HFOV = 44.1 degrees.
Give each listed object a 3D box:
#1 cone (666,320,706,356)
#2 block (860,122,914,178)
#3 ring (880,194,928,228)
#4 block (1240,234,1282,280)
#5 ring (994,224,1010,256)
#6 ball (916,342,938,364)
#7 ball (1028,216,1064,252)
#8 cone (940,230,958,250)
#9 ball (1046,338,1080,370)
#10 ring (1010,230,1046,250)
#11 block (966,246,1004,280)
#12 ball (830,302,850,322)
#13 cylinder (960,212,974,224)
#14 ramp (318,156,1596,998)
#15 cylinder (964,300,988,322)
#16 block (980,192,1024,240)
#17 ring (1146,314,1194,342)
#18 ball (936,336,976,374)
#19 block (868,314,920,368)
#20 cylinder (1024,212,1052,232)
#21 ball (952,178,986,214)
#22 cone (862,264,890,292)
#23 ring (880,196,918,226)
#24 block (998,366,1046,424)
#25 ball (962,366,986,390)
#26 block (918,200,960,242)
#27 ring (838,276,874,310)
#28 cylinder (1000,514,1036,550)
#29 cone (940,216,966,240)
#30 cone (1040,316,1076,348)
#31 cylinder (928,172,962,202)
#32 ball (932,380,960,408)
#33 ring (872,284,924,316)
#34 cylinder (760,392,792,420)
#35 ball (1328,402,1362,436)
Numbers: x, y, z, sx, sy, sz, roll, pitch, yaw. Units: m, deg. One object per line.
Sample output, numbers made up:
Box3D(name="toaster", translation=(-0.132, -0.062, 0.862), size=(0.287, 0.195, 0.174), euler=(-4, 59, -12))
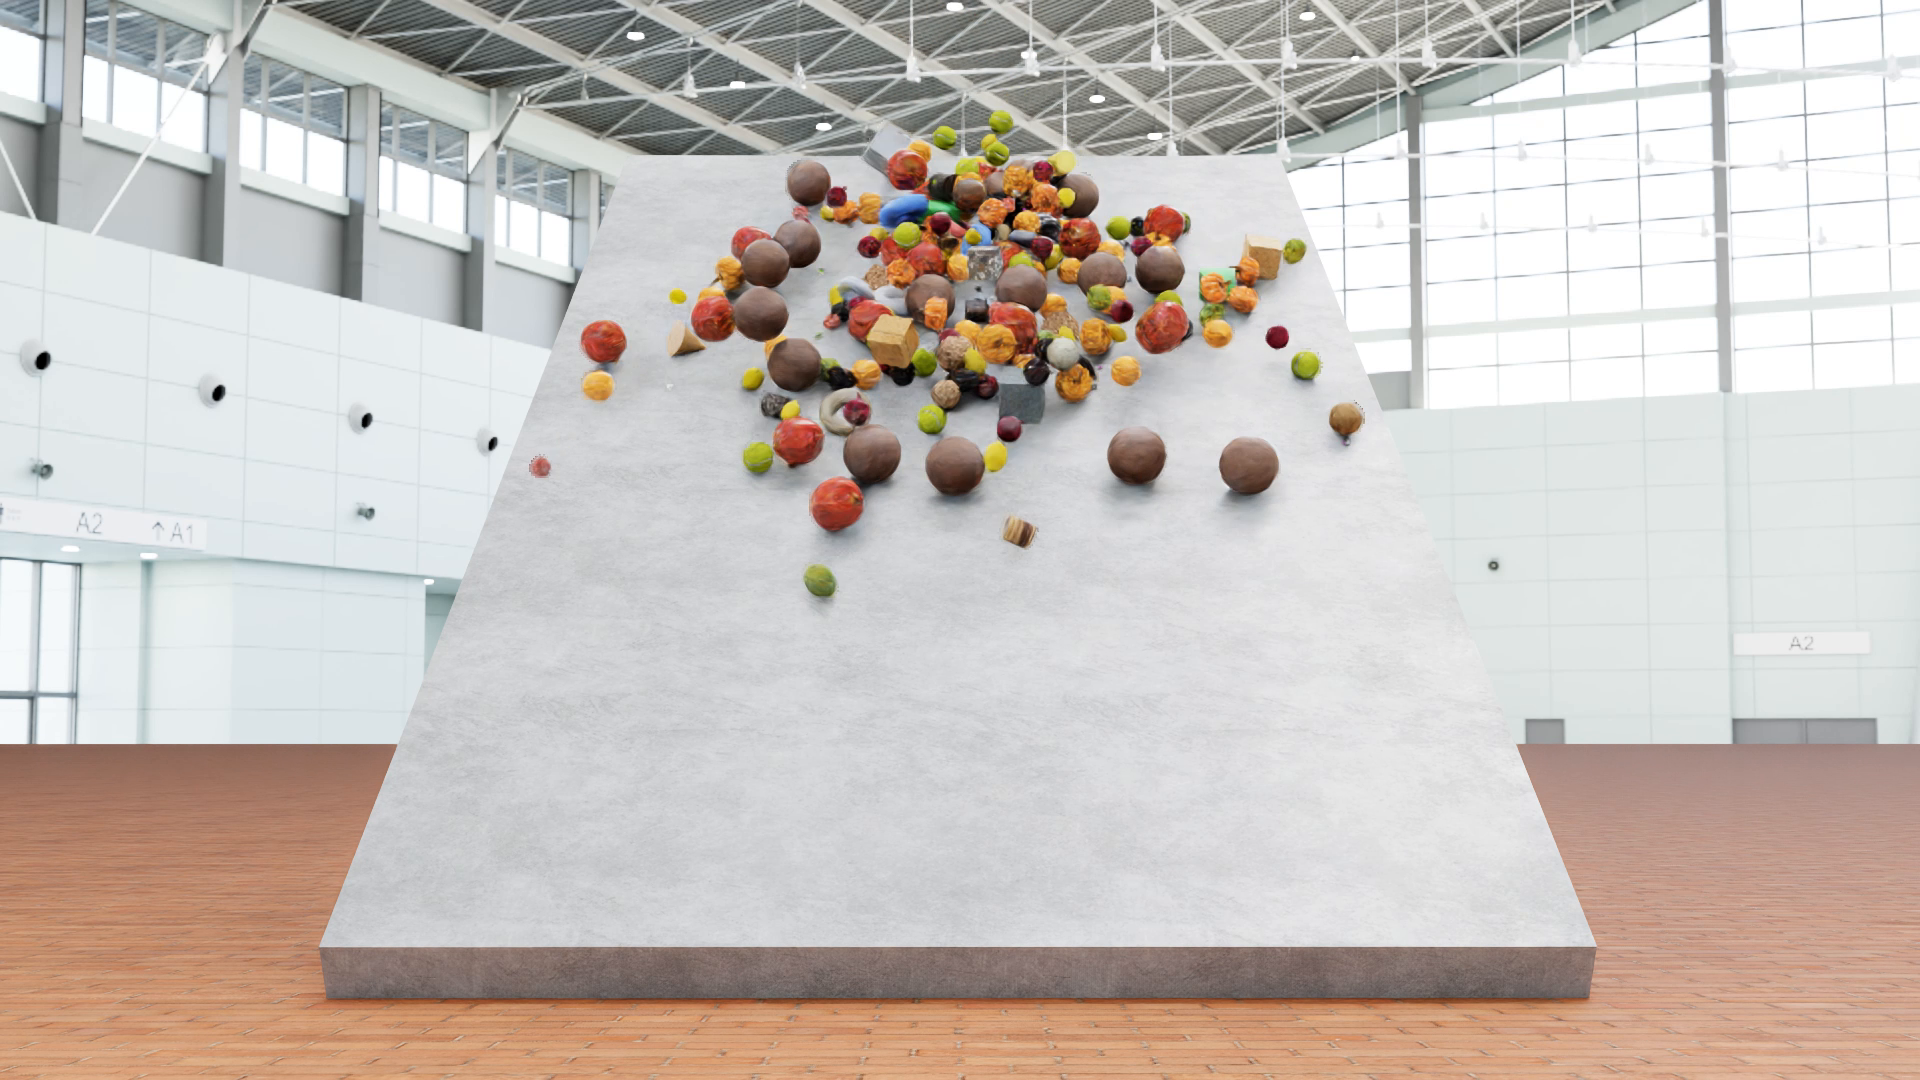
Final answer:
Box3D(name="cone", translation=(-0.664, -0.486, 5.866), size=(0.091, 0.091, 0.091), euler=(16, -13, -32))
Box3D(name="block", translation=(-0.212, -1.144, 6.948), size=(0.099, 0.099, 0.099), euler=(33, -20, -10))
Box3D(name="ring", translation=(-0.155, -0.903, 6.508), size=(0.145, 0.048, 0.145), euler=(-23, -10, -4))
Box3D(name="block", translation=(0.804, -0.756, 6.340), size=(0.087, 0.087, 0.087), euler=(7, 27, -6))
Box3D(name="ring", translation=(0.115, -0.817, 6.463), size=(0.030, 0.090, 0.090), euler=(7, -7, -15))
Box3D(name="ball", translation=(-0.081, -0.457, 5.797), size=(0.055, 0.055, 0.055), euler=(0, -5, 0))
Box3D(name="ball", translation=(0.236, -0.838, 6.497), size=(0.100, 0.100, 0.100), euler=(0, -5, 0))
Box3D(name="cone", translation=(-0.033, -0.812, 6.339), size=(0.052, 0.052, 0.052), euler=(-7, -31, -4))
Box3D(name="ball", translation=(0.241, -0.435, 5.536), size=(0.077, 0.077, 0.077), euler=(0, -5, 0))
Box3D(name="ring", translation=(0.182, -0.800, 6.314), size=(0.103, 0.034, 0.103), euler=(13, 0, 0))
Box3D(name="block", translation=(0.064, -0.710, 6.072), size=(0.076, 0.076, 0.076), euler=(-1, 15, 12))
Box3D(name="ball", translation=(-0.304, -0.579, 6.039), size=(0.052, 0.052, 0.052), euler=(0, -5, 0))
Box3D(name="cylinder", translation=(0.005, -0.934, 6.735), size=(0.053, 0.053, 0.053), euler=(1, 28, -17))
Box3D(name="ramp", translation=(-0.011, -0.226, 5.515), size=(2.000, 0.100, 4.000), euler=(0, 27, 0))
Box3D(name="cylinder", translation=(0.041, -0.585, 6.043), size=(0.057, 0.057, 0.057), euler=(0, -5, 5))
Box3D(name="block", translation=(0.116, -0.906, 6.626), size=(0.099, 0.099, 0.099), euler=(-6, 29, -12))
Box3D(name="ring", translation=(0.527, -0.534, 5.968), size=(0.122, 0.041, 0.122), euler=(1, 27, -1))
Box3D(name="ball", translation=(-0.010, -0.443, 5.679), size=(0.094, 0.094, 0.094), euler=(0, -5, 0))
Box3D(name="block", translation=(-0.154, -0.464, 5.524), size=(0.082, 0.082, 0.082), euler=(12, -33, 22))
Box3D(name="cylinder", translation=(0.217, -0.878, 6.608), size=(0.069, 0.069, 0.069), euler=(3, -4, 7))
Box3D(name="ball", translation=(0.026, -0.937, 6.456), size=(0.095, 0.095, 0.095), euler=(0, -5, 0))
Box3D(name="cone", translation=(-0.245, -0.670, 6.230), size=(0.088, 0.088, 0.088), euler=(-13, -12, 41))
Box3D(name="ring", translation=(-0.170, -0.930, 6.699), size=(0.126, 0.042, 0.126), euler=(25, 19, -9))
Box3D(name="block", translation=(0.144, -0.337, 5.514), size=(0.098, 0.098, 0.098), euler=(4, 27, 7))
Box3D(name="ball", translation=(0.036, -0.386, 5.656), size=(0.057, 0.057, 0.057), euler=(0, -5, 0))
Box3D(name="block", translation=(-0.058, -0.890, 6.610), size=(0.087, 0.087, 0.087), euler=(13, 28, 23))
Box3D(name="ring", translation=(-0.263, -0.625, 6.005), size=(0.104, 0.035, 0.104), euler=(26, -30, 16))
Box3D(name="cylinder", translation=(0.120, -0.017, 4.901), size=(0.055, 0.055, 0.055), euler=(25, -10, -11))
Box3D(name="cone", translation=(-0.006, -0.831, 6.402), size=(0.077, 0.077, 0.077), euler=(6, -6, -12))
Box3D(name="cone", translation=(0.261, -0.519, 5.932), size=(0.097, 0.097, 0.097), euler=(-2, 10, 23))
Box3D(name="cylinder", translation=(-0.037, -0.987, 6.641), size=(0.077, 0.077, 0.077), euler=(4, 13, -37))
Box3D(name="ball", translation=(-0.033, -0.342, 5.556), size=(0.069, 0.069, 0.069), euler=(0, -5, 0))
Box3D(name="ring", translation=(-0.162, -0.617, 6.116), size=(0.144, 0.048, 0.144), euler=(-3, 29, 2))
Box3D(name="cylinder", translation=(-0.426, -0.311, 5.501), size=(0.054, 0.054, 0.054), euler=(14, -1, 17))
Box3D(name="ball", translation=(0.883, -0.278, 5.426), size=(0.077, 0.077, 0.077), euler=(0, -5, 0))
